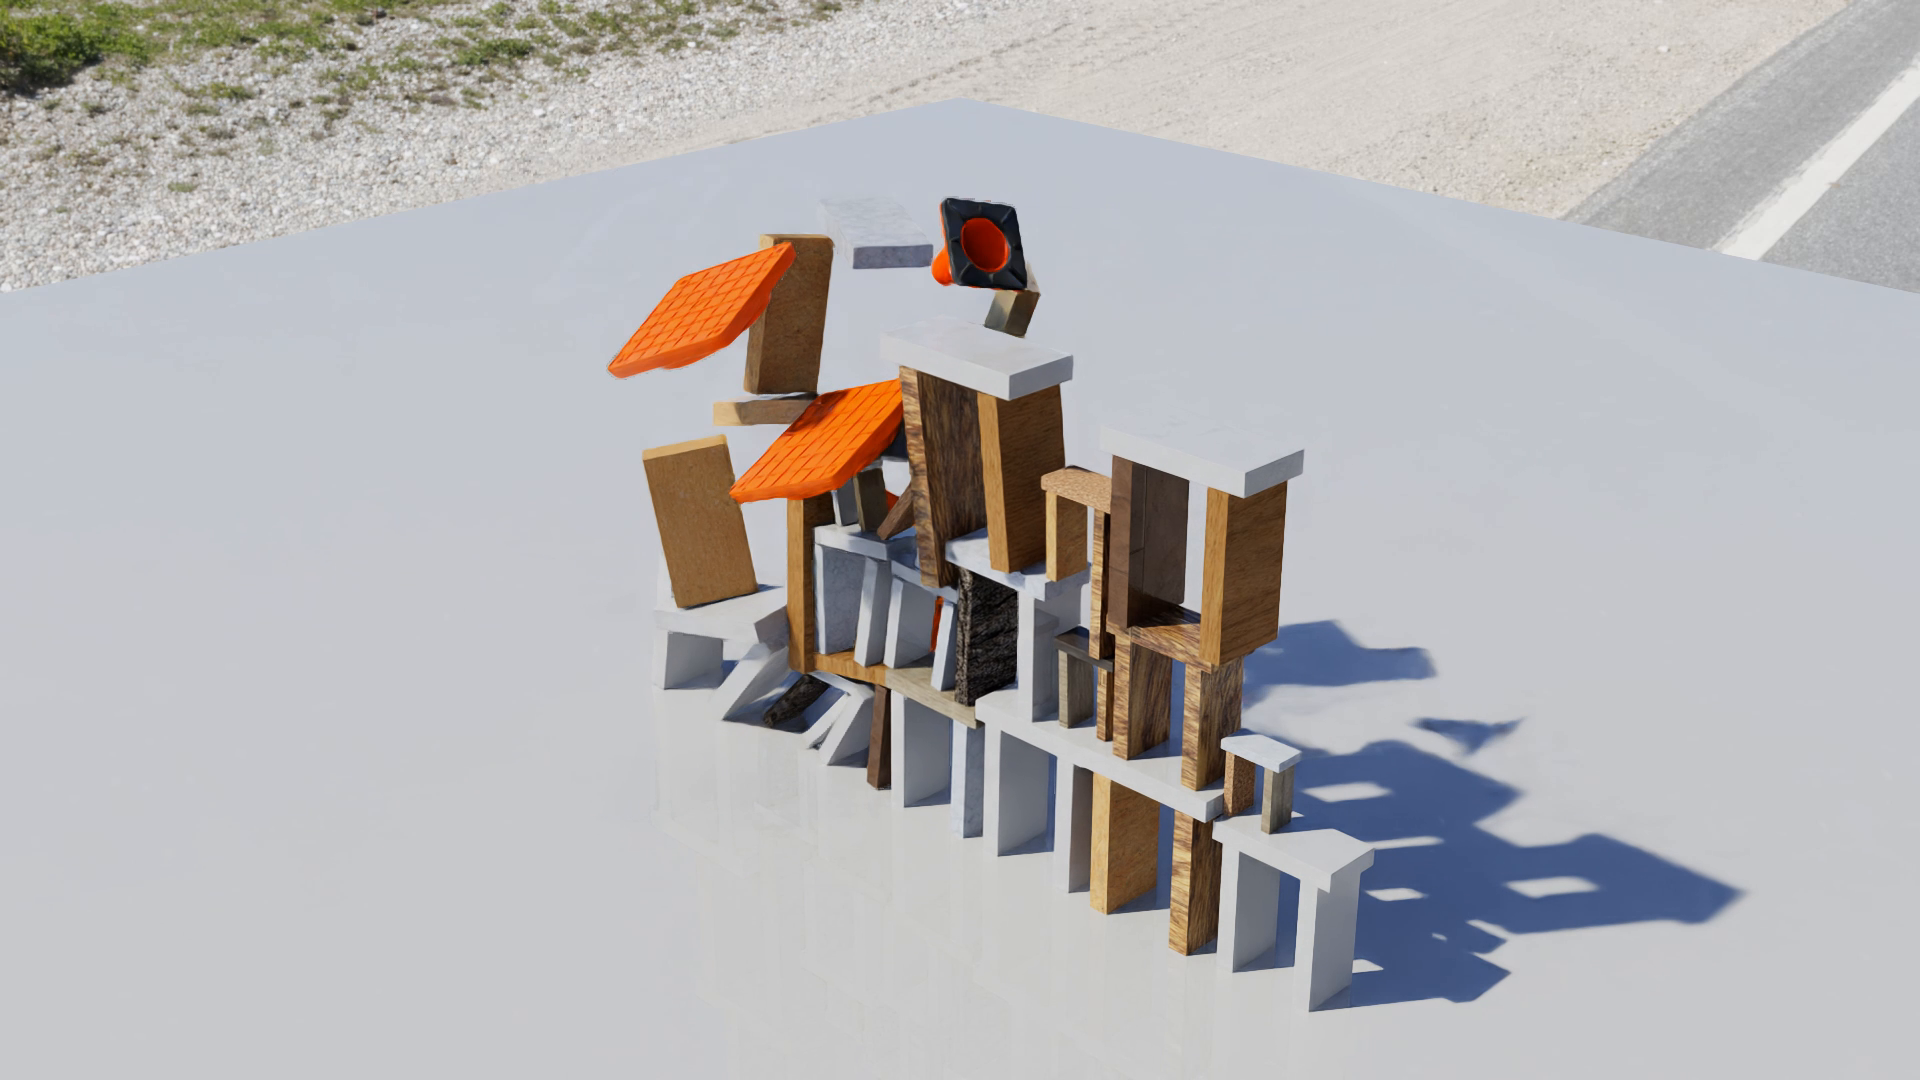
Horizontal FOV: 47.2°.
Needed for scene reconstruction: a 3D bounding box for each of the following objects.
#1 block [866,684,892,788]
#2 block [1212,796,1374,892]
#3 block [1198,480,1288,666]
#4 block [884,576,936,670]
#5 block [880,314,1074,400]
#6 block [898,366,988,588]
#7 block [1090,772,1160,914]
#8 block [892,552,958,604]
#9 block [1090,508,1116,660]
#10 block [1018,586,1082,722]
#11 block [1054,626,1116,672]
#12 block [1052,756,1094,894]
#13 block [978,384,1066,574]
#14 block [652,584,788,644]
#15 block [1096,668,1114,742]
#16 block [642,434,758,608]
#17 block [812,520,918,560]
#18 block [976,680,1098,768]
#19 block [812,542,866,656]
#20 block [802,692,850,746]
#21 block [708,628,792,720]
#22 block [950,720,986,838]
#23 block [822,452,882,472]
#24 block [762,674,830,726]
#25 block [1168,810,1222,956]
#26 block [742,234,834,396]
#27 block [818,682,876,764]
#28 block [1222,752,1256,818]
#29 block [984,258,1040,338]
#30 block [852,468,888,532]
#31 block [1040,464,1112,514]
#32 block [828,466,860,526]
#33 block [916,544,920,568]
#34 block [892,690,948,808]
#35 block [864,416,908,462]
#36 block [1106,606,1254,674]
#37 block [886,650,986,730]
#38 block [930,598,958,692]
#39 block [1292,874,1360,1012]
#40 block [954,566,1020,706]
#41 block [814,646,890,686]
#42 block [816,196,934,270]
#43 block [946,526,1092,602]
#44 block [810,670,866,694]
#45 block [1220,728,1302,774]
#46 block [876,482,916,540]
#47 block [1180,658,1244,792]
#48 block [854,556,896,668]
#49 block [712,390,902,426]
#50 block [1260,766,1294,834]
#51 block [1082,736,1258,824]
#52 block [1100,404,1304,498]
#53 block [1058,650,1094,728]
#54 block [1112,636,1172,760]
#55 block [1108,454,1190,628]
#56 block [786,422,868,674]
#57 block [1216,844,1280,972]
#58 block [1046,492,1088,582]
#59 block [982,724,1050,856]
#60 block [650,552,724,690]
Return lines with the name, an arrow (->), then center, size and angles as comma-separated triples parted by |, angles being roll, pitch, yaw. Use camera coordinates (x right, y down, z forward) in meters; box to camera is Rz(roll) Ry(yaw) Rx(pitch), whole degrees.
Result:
block -> -0.128, 0.388, 4.537 | 0.118, 0.237, 0.034 | -18, 35, -40
block -> 0.579, 0.527, 3.826 | 0.253, 0.036, 0.126 | 21, 31, 41
block -> 0.479, 0.041, 3.716 | 0.157, 0.314, 0.044 | -21, 31, -40
block -> -0.097, 0.151, 4.390 | 0.101, 0.202, 0.029 | -21, 40, -40
block -> 0.028, -0.338, 4.045 | 0.167, 0.047, 0.335 | -21, 31, -40
block -> -0.017, -0.137, 4.184 | 0.167, 0.429, 0.047 | -21, 23, -40
block -> 0.310, 0.542, 4.113 | 0.041, 0.289, 0.144 | 21, 31, 41
block -> -0.030, 0.069, 4.287 | 0.101, 0.029, 0.202 | -19, 30, -38
block -> 0.274, 0.069, 3.955 | 0.024, 0.290, 0.085 | 22, 31, 40
block -> 0.168, 0.201, 4.131 | 0.130, 0.259, 0.037 | -21, 31, -40
block -> 0.250, 0.200, 4.043 | 0.146, 0.021, 0.073 | 22, 31, 40
block -> 0.243, 0.517, 4.180 | 0.040, 0.282, 0.141 | 22, 32, 40
block -> 0.120, -0.124, 4.035 | 0.167, 0.335, 0.047 | -21, 25, -40
block -> -0.483, 0.150, 4.691 | 0.336, 0.048, 0.168 | 5, 26, 44
block -> 0.284, 0.291, 4.044 | 0.021, 0.146, 0.073 | 20, 30, 40
block -> -0.545, -0.038, 4.626 | 0.176, 0.353, 0.050 | -12, 28, -5
block -> -0.178, -0.007, 4.437 | 0.121, 0.034, 0.241 | -17, 19, -38
block -> 0.179, 0.344, 4.176 | 0.141, 0.040, 0.282 | -21, 31, -40
block -> -0.243, 0.109, 4.561 | 0.121, 0.241, 0.034 | -16, 26, -35
block -> -0.248, 0.369, 4.674 | 0.099, 0.199, 0.028 | -20, 72, -44
block -> -0.413, 0.265, 4.753 | 0.168, 0.336, 0.048 | -28, 77, -37
block -> 0.042, 0.453, 4.364 | 0.128, 0.256, 0.036 | -21, 33, -41
block -> -0.217, -0.158, 4.428 | 0.061, 0.017, 0.122 | -16, 19, -37
block -> -0.340, 0.333, 4.758 | 0.099, 0.199, 0.028 | -19, 72, -43
block -> 0.446, 0.596, 3.987 | 0.041, 0.289, 0.144 | 22, 31, 40
block -> -0.360, -0.474, 4.618 | 0.166, 0.331, 0.047 | -8, 22, -44
block -> -0.206, 0.372, 4.604 | 0.118, 0.237, 0.034 | -21, 62, -40
block -> 0.493, 0.419, 3.873 | 0.018, 0.126, 0.063 | 21, 31, 41
block -> 0.080, -0.408, 4.625 | 0.047, 0.331, 0.166 | 14, 26, -14
block -> -0.178, -0.083, 4.411 | 0.061, 0.122, 0.017 | -15, 11, -33
block -> 0.235, -0.091, 3.929 | 0.085, 0.024, 0.169 | -21, 31, -41
block -> -0.231, -0.095, 4.473 | 0.061, 0.122, 0.017 | -16, 12, -37
block -> -0.042, -0.042, 4.261 | 0.085, 0.193, 0.024 | -21, 35, -41
block -> -0.081, 0.405, 4.477 | 0.128, 0.256, 0.036 | -21, 32, -41
block -> -0.113, -0.194, 4.234 | 0.024, 0.085, 0.170 | 31, -14, -36
block -> 0.387, 0.164, 3.874 | 0.120, 0.034, 0.239 | -21, 31, -41
block -> -0.014, 0.296, 4.359 | 0.128, 0.036, 0.256 | -21, 31, -40
block -> 0.001, 0.190, 4.300 | 0.101, 0.203, 0.029 | -21, 42, -40
block -> 0.638, 0.683, 3.828 | 0.036, 0.253, 0.126 | 21, 31, 41
block -> 0.054, 0.169, 4.241 | 0.130, 0.289, 0.037 | -20, 33, -38
block -> -0.180, 0.253, 4.538 | 0.118, 0.034, 0.237 | -18, 19, -41
block -> -0.179, -0.639, 4.558 | 0.166, 0.047, 0.331 | -4, 27, -16
block -> 0.109, 0.041, 4.127 | 0.130, 0.037, 0.259 | -21, 31, -40
block -> -0.245, 0.275, 4.645 | 0.199, 0.028, 0.099 | 21, 27, 40
block -> 0.523, 0.364, 3.817 | 0.126, 0.018, 0.063 | 21, 31, 41
block -> -0.094, -0.070, 4.299 | 0.085, 0.170, 0.024 | -29, 73, -43
block -> 0.445, 0.311, 3.875 | 0.034, 0.239, 0.120 | 21, 31, 41
block -> -0.145, 0.131, 4.443 | 0.121, 0.241, 0.034 | -17, 37, -39
block -> -0.318, -0.276, 4.593 | 0.353, 0.050, 0.176 | 0, 9, 23
block -> 0.552, 0.442, 3.818 | 0.018, 0.126, 0.063 | 21, 31, 41
block -> 0.379, 0.417, 3.985 | 0.144, 0.041, 0.289 | -21, 31, -41
block -> 0.406, -0.153, 3.715 | 0.157, 0.044, 0.314 | -21, 31, -40
block -> 0.218, 0.268, 4.107 | 0.021, 0.154, 0.073 | 19, 30, 41
block -> 0.331, 0.268, 3.979 | 0.120, 0.239, 0.034 | -21, 31, -41
block -> 0.332, -0.017, 3.854 | 0.157, 0.314, 0.044 | -21, 31, -41
block -> -0.275, 0.014, 4.568 | 0.176, 0.509, 0.050 | -17, 26, -42
block -> 0.519, 0.636, 3.938 | 0.036, 0.253, 0.126 | 21, 31, 41
block -> 0.195, -0.017, 4.001 | 0.085, 0.169, 0.024 | -21, 30, -40
block -> 0.111, 0.465, 4.302 | 0.141, 0.282, 0.040 | -21, 32, -41
block -> -0.604, 0.161, 4.948 | 0.168, 0.336, 0.048 | -21, 41, -41
